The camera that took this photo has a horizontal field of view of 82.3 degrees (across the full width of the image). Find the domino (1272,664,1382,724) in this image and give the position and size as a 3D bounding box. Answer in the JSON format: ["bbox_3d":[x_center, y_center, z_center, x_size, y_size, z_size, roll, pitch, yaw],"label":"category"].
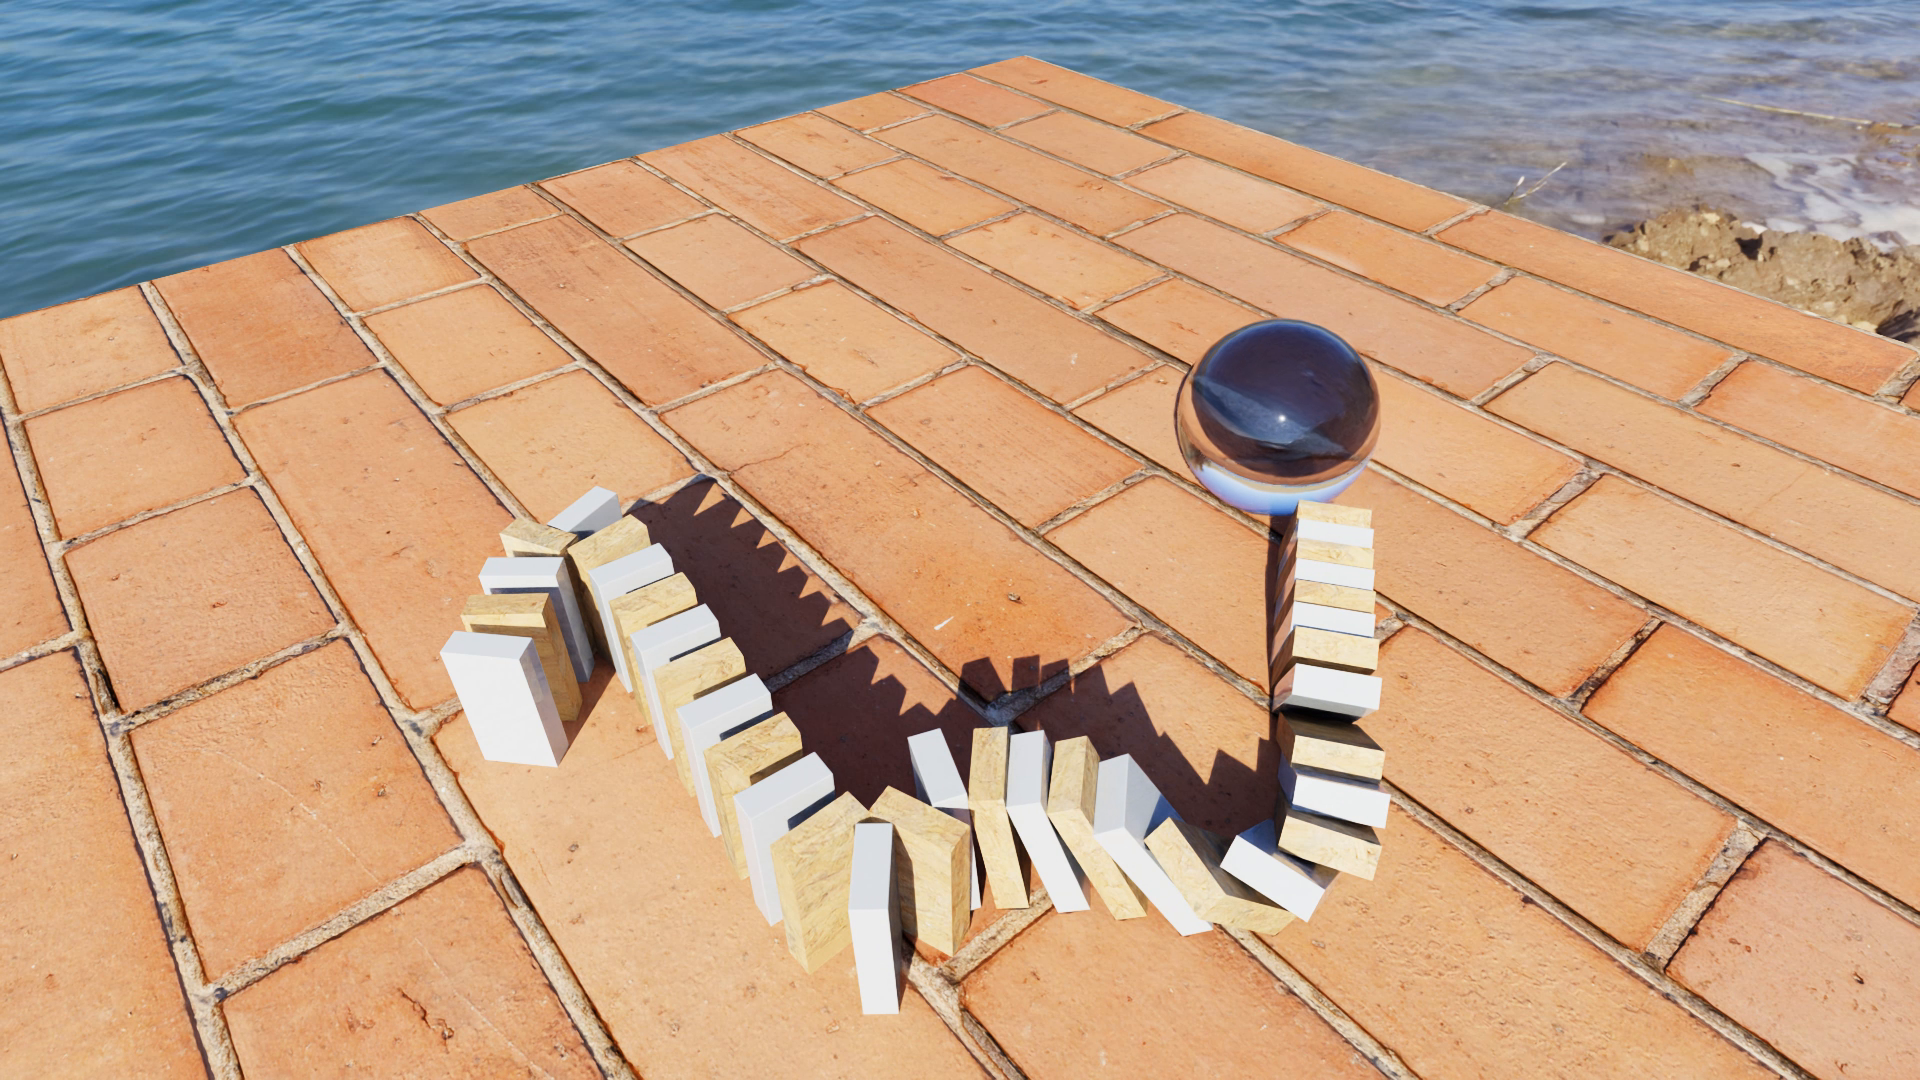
[{"bbox_3d":[0.117,0.050,0.353,0.025,0.050,0.009,9,76,11],"label":"domino"}]

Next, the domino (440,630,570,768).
[{"bbox_3d":[-0.143,0.051,0.349,0.025,0.050,0.010,5,40,6],"label":"domino"}]

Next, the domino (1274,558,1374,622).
[{"bbox_3d":[0.127,0.021,0.388,0.025,0.050,0.009,9,71,11],"label":"domino"}]

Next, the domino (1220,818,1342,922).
[{"bbox_3d":[0.091,0.091,0.307,0.025,0.009,0.050,29,5,26],"label":"domino"}]

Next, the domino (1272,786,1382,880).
[{"bbox_3d":[0.105,0.083,0.317,0.025,0.010,0.050,15,2,15],"label":"domino"}]

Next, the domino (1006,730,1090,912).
[{"bbox_3d":[0.026,0.081,0.313,0.009,0.050,0.025,-12,37,16],"label":"domino"}]

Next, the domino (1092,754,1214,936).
[{"bbox_3d":[0.055,0.086,0.309,0.009,0.050,0.025,-24,30,28],"label":"domino"}]

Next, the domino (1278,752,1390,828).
[{"bbox_3d":[0.111,0.074,0.330,0.025,0.009,0.050,10,0,12],"label":"domino"}]

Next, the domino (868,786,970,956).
[{"bbox_3d":[-0.011,0.091,0.300,0.025,0.050,0.009,21,44,23],"label":"domino"}]

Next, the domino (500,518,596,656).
[{"bbox_3d":[-0.144,0.017,0.390,0.025,0.050,0.009,15,42,17],"label":"domino"}]

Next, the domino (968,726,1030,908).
[{"bbox_3d":[0.012,0.080,0.313,0.010,0.050,0.025,-5,39,10],"label":"domino"}]

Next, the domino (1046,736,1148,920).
[{"bbox_3d":[0.040,0.082,0.312,0.010,0.050,0.025,-16,34,23],"label":"domino"}]

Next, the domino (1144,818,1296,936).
[{"bbox_3d":[0.073,0.093,0.302,0.009,0.050,0.025,-47,48,12],"label":"domino"}]

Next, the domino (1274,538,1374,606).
[{"bbox_3d":[0.130,0.014,0.396,0.025,0.050,0.009,9,71,10],"label":"domino"}]

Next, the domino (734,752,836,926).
[{"bbox_3d":[-0.047,0.084,0.308,0.025,0.050,0.010,-25,46,-27],"label":"domino"}]

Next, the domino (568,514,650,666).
[{"bbox_3d":[-0.120,0.018,0.389,0.010,0.050,0.025,30,48,31],"label":"domino"}]

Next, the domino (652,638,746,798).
[{"bbox_3d":[-0.078,0.056,0.343,0.025,0.050,0.010,-23,45,-25],"label":"domino"}]

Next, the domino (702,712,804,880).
[{"bbox_3d":[-0.058,0.075,0.320,0.025,0.050,0.009,-24,45,-26],"label":"domino"}]

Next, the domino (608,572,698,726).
[{"bbox_3d":[-0.098,0.037,0.367,0.025,0.050,0.009,-23,45,-26],"label":"domino"}]

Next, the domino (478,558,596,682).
[{"bbox_3d":[-0.144,0.028,0.377,0.025,0.050,0.010,0,39,0],"label":"domino"}]

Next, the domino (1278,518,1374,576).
[{"bbox_3d":[0.133,0.007,0.404,0.025,0.050,0.009,9,71,11],"label":"domino"}]

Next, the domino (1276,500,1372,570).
[{"bbox_3d":[0.136,0.000,0.413,0.025,0.050,0.010,9,71,11],"label":"domino"}]

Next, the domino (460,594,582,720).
[{"bbox_3d":[-0.144,0.040,0.363,0.025,0.050,0.010,-1,39,-2],"label":"domino"}]

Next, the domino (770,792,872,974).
[{"bbox_3d":[-0.036,0.093,0.297,0.025,0.050,0.010,-30,48,-31],"label":"domino"}]

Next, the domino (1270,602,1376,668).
[{"bbox_3d":[0.121,0.035,0.371,0.025,0.050,0.009,9,72,11],"label":"domino"}]

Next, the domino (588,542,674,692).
[{"bbox_3d":[-0.109,0.027,0.378,0.025,0.050,0.010,-24,45,-27],"label":"domino"}]

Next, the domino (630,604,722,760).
[{"bbox_3d":[-0.088,0.046,0.355,0.025,0.050,0.009,-23,45,-26],"label":"domino"}]

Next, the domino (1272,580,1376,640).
[{"bbox_3d":[0.124,0.028,0.379,0.025,0.050,0.009,9,71,11],"label":"domino"}]

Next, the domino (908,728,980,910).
[{"bbox_3d":[-0.004,0.080,0.312,0.009,0.050,0.025,-14,38,-11],"label":"domino"}]

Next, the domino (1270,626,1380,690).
[{"bbox_3d":[0.119,0.042,0.363,0.025,0.050,0.009,9,72,11],"label":"domino"}]

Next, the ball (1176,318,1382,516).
[{"bbox_3d":[0.129,-0.050,0.448,0.080,0.080,0.080,0,39,0],"label":"ball"}]

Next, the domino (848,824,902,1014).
[{"bbox_3d":[-0.022,0.100,0.289,0.009,0.050,0.025,-1,39,1],"label":"domino"}]

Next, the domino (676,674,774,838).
[{"bbox_3d":[-0.068,0.066,0.332,0.025,0.050,0.009,-23,45,-26],"label":"domino"}]

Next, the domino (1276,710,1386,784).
[{"bbox_3d":[0.114,0.064,0.343,0.025,0.010,0.050,9,1,11],"label":"domino"}]

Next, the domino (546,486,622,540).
[{"bbox_3d":[-0.133,0.008,0.402,0.009,0.050,0.025,19,43,21],"label":"domino"}]
